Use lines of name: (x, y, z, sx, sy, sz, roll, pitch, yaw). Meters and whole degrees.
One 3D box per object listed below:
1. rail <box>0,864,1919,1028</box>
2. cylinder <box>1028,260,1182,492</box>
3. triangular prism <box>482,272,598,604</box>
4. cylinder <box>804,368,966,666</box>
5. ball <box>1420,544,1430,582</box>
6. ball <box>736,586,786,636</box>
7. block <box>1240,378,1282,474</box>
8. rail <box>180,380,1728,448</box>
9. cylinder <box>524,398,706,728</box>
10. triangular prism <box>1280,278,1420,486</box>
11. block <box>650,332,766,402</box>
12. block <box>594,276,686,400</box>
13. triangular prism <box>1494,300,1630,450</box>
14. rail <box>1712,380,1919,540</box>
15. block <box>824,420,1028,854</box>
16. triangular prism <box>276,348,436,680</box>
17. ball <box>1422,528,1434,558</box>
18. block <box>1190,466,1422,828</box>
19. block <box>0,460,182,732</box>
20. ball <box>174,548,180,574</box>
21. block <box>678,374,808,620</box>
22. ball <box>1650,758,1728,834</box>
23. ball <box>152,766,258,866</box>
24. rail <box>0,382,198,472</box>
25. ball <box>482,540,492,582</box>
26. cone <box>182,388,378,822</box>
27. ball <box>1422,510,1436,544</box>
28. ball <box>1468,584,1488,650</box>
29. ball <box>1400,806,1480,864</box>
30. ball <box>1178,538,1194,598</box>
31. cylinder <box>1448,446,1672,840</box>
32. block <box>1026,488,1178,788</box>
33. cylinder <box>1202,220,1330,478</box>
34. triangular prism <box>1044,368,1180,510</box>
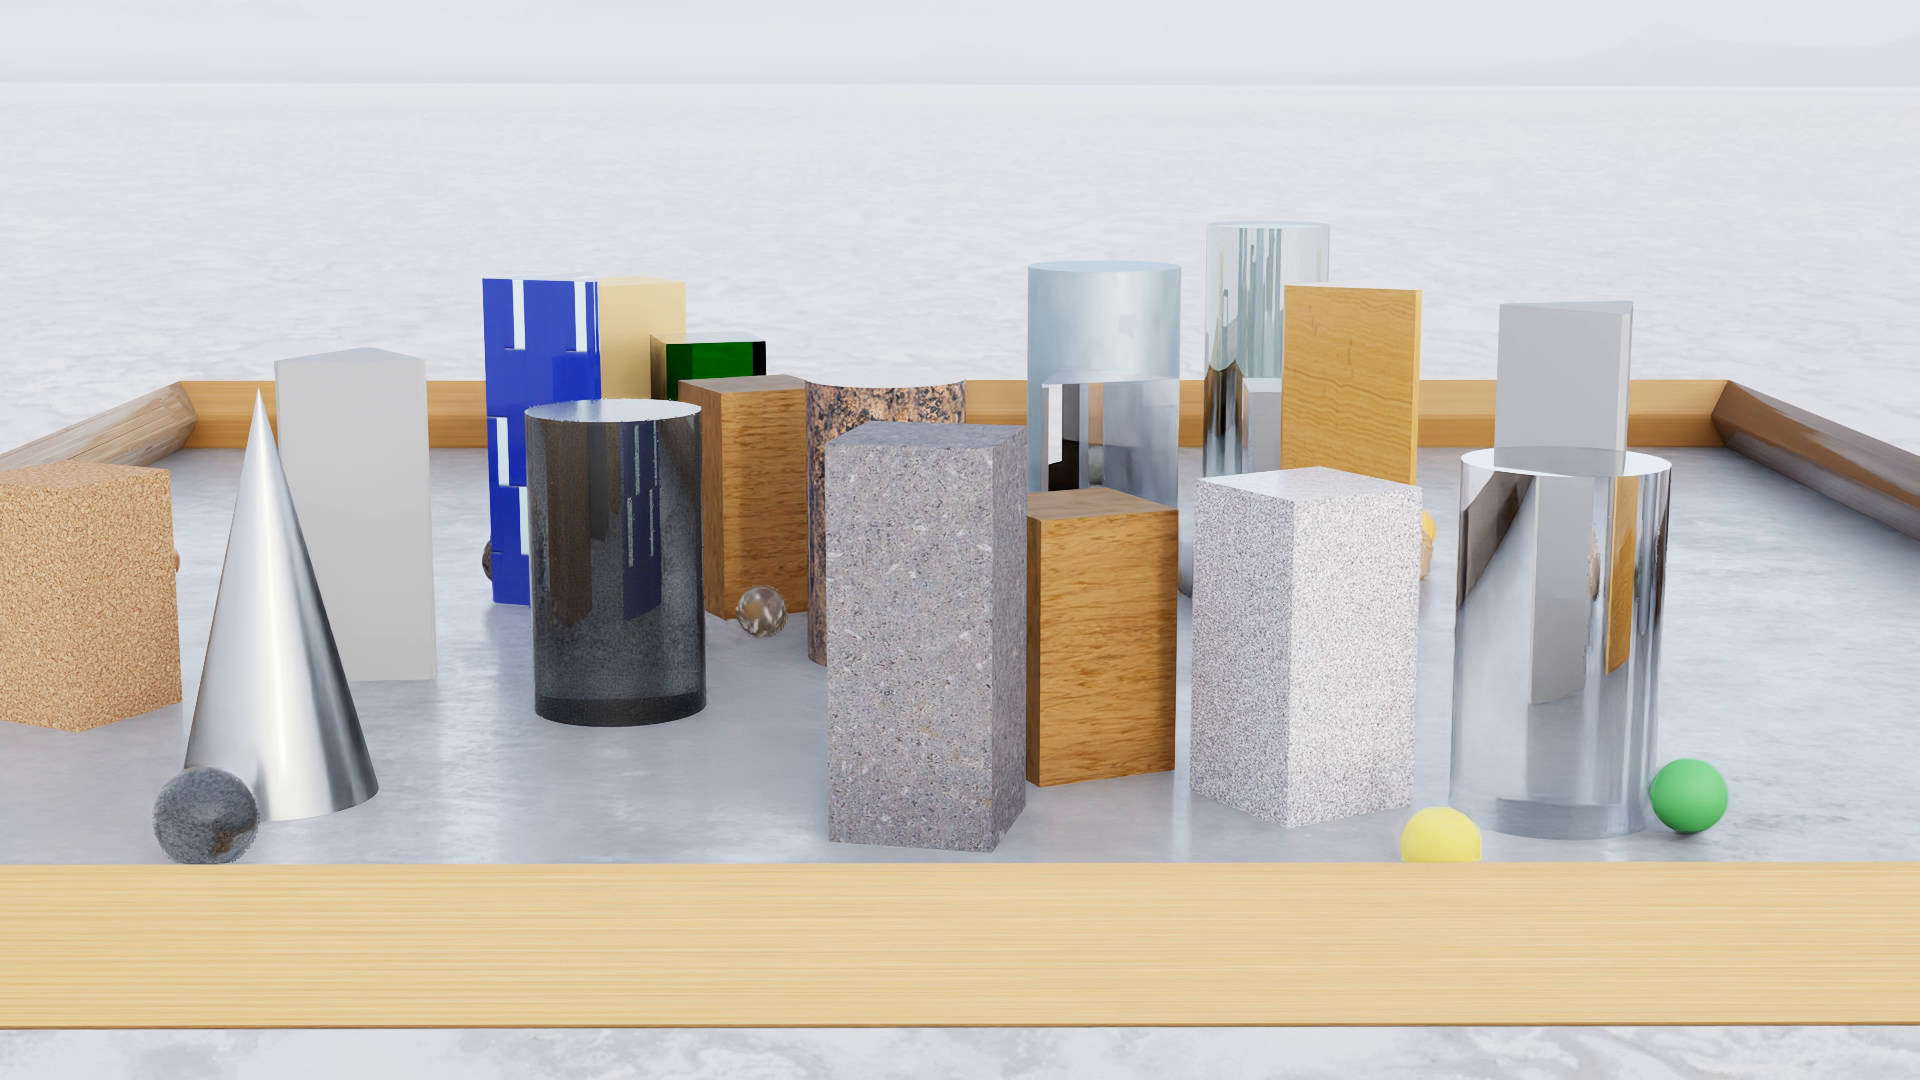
rail: (0.009, 0.305, 1.977, 2.982, 0.129, 0.045, 0, 10, 0)
cylinder: (0.186, -0.122, 3.352, 0.198, 0.471, 0.198, 0, 10, 0)
triangular prism: (-0.537, -0.141, 3.527, 0.172, 0.445, 0.149, 4, 11, 19)
cylinder: (-0.091, -0.028, 3.181, 0.198, 0.348, 0.198, 0, 10, 0)
ball: (0.628, 0.031, 3.622, 0.071, 0.071, 0.071, 0, 10, 0)
ball: (-0.257, 0.092, 3.313, 0.064, 0.064, 0.064, 0, 10, 0)
block: (0.476, -0.073, 3.588, 0.158, 0.289, 0.158, 1, 11, 3)
rail: (-0.009, -0.239, 4.920, 2.982, 0.129, 0.045, 0, 10, 0)
cylinder: (-0.391, 0.022, 2.926, 0.198, 0.343, 0.198, 0, 10, 0)
triangular prism: (0.511, -0.096, 3.250, 0.172, 0.458, 0.149, 5, 12, 25)
block: (-0.403, -0.176, 4.118, 0.158, 0.299, 0.158, -3, 11, -16)
block: (-0.568, -0.253, 4.339, 0.158, 0.369, 0.158, -7, 13, -33)
triangular prism: (0.752, -0.059, 3.075, 0.149, 0.447, 0.172, -10, 15, -44)
rail: (1.467, 0.032, 3.457, 0.045, 0.129, 3.040, 0, 10, 0)
block: (-0.030, 0.088, 2.461, 0.158, 0.382, 0.158, 2, 11, 13)
triangular prism: (-0.722, -0.035, 3.117, 0.172, 0.385, 0.149, -1, 11, -4)
ball: (0.652, 0.012, 3.729, 0.071, 0.071, 0.071, 0, 10, 0)
block: (0.343, 0.102, 2.557, 0.158, 0.321, 0.158, -6, 12, -31)
block: (-1.008, 0.060, 2.916, 0.158, 0.272, 0.158, 5, 12, 27)
ball: (-1.141, 0.031, 3.645, 0.062, 0.062, 0.062, 0, 10, 0)
block: (-0.278, -0.062, 3.488, 0.158, 0.303, 0.158, -5, 12, -27)
ball: (0.699, 0.246, 2.462, 0.072, 0.072, 0.072, 0, 10, 0)
ball: (-0.694, 0.254, 2.357, 0.093, 0.093, 0.093, 0, 10, 0)
rail: (-1.467, 0.035, 3.440, 0.045, 0.129, 3.040, 0, 10, 0)
ball: (-0.625, 0.028, 3.595, 0.087, 0.087, 0.087, 0, 10, 0)
cone: (-0.690, 0.053, 2.562, 0.198, 0.415, 0.198, 0, 10, 0)
ball: (0.681, -0.013, 3.862, 0.072, 0.072, 0.072, 0, 10, 0)
ball: (0.682, 0.097, 3.203, 0.095, 0.095, 0.095, 0, 10, 0)
ball: (0.431, 0.275, 2.304, 0.072, 0.072, 0.072, 0, 10, 0)
ball: (0.329, 0.039, 3.550, 0.082, 0.082, 0.082, 0, 10, 0)
cylinder: (0.584, 0.096, 2.508, 0.198, 0.350, 0.198, 0, 10, 0)
block: (0.120, 0.098, 2.699, 0.158, 0.276, 0.158, -5, 12, -24)
cylinder: (0.496, -0.274, 4.164, 0.198, 0.474, 0.198, 0, 10, 0)
triangular prism: (0.153, -0.019, 3.088, 0.172, 0.364, 0.149, -4, 11, -20)
